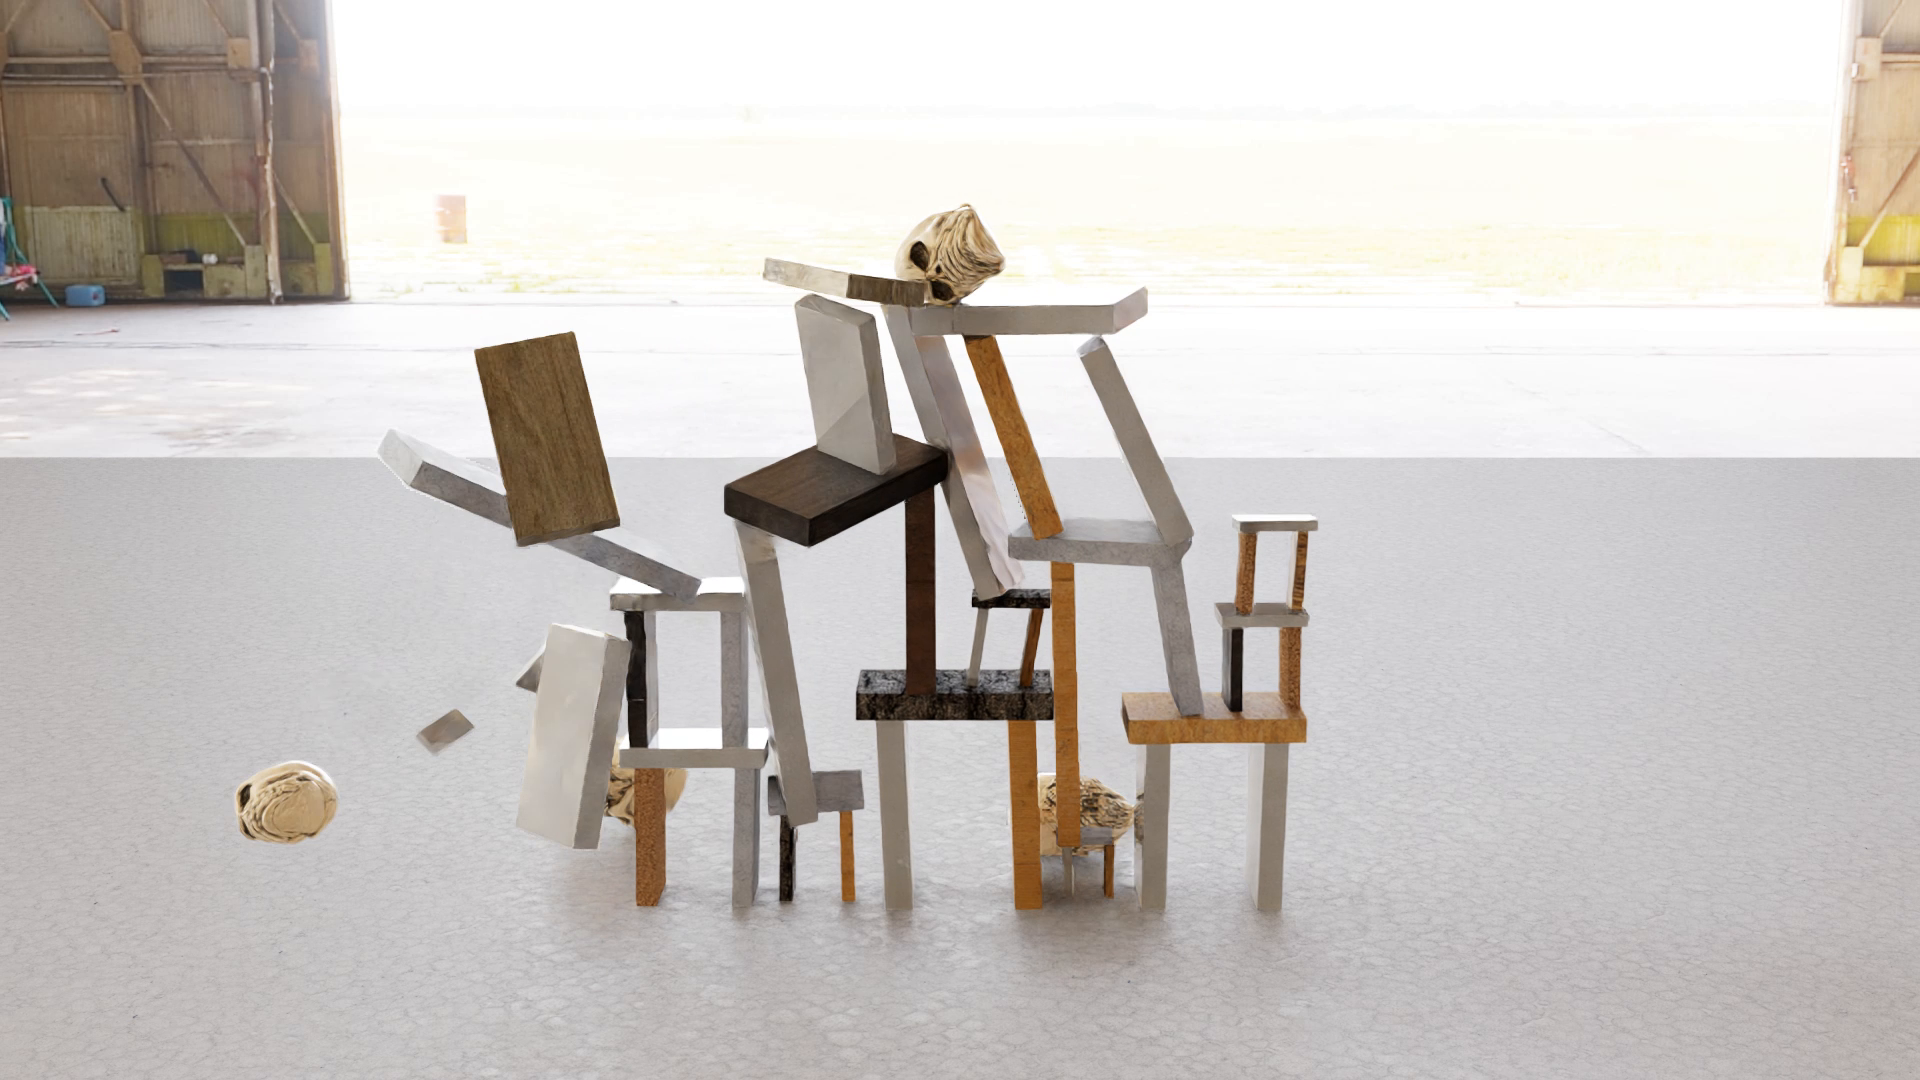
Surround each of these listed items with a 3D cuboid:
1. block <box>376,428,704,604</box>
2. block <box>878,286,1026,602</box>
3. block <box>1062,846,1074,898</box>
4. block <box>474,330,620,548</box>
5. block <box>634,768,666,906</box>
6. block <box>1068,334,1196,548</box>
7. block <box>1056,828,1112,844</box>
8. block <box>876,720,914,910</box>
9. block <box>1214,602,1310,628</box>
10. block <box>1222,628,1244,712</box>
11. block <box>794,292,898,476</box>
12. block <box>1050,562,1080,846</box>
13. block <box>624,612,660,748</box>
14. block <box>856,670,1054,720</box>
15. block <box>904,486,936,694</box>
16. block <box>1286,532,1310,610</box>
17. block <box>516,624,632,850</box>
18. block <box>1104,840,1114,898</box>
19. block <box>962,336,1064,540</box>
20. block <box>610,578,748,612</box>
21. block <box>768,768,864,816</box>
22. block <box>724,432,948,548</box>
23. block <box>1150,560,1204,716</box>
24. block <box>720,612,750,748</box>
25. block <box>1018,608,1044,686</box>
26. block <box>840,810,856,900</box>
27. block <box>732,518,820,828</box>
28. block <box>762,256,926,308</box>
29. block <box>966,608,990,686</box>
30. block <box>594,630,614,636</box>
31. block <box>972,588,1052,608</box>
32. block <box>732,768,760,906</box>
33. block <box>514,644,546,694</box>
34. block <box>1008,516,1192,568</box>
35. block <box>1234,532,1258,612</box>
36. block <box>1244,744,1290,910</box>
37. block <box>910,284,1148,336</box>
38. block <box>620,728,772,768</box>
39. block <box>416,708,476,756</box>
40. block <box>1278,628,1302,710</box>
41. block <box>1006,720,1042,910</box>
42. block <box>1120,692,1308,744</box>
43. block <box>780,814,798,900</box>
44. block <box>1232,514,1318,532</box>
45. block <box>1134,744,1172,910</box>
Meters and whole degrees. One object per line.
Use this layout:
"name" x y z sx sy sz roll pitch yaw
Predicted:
"block" -0.636 -0.033 3.369 0.521 0.042 0.149 26 5 -39
"block" -0.011 -0.158 3.545 0.038 0.505 0.133 -17 5 21
"block" 0.180 0.544 3.662 0.013 0.093 0.046 -2 11 6
"block" -0.604 -0.149 3.210 0.149 0.298 0.042 -12 -15 -13
"block" -0.513 0.475 3.645 0.033 0.235 0.117 1 11 0
"block" 0.265 -0.162 3.400 0.047 0.328 0.164 -25 15 4
"block" 0.206 0.491 3.650 0.093 0.013 0.046 -1 12 5
"block" -0.106 0.433 3.642 0.045 0.318 0.159 -2 11 0
"block" 0.486 0.121 3.550 0.141 0.020 0.071 -1 16 -4
"block" 0.441 0.200 3.565 0.020 0.141 0.071 -3 17 -5
"block" -0.173 -0.235 3.334 0.133 0.266 0.038 23 46 34
"block" 0.173 0.248 3.592 0.038 0.486 0.133 -1 14 3
"block" -0.520 0.215 3.599 0.032 0.225 0.113 0 11 1
"block" -0.009 0.254 3.608 0.318 0.045 0.159 0 11 0
"block" -0.063 0.066 3.572 0.048 0.338 0.169 0 11 0
"block" 0.542 0.045 3.536 0.018 0.127 0.063 3 9 0
"block" -0.552 0.278 3.141 0.042 0.298 0.149 9 1 -44
"block" 0.247 0.544 3.663 0.013 0.093 0.046 0 11 -2
"block" 0.082 -0.176 3.466 0.047 0.329 0.164 -20 15 4
"block" -0.446 0.089 3.575 0.225 0.032 0.112 0 11 1
"block" -0.238 0.416 3.625 0.157 0.022 0.078 -3 34 -4
"block" -0.188 -0.089 3.393 0.169 0.048 0.338 21 31 31
"block" 0.348 0.137 3.557 0.038 0.266 0.133 -10 16 0
"block" -0.368 0.215 3.596 0.032 0.225 0.113 1 11 1
"block" 0.116 0.168 3.589 0.018 0.129 0.064 9 12 -2
"block" -0.188 0.512 3.658 0.022 0.157 0.078 -2 10 -3
"block" -0.290 0.199 3.459 0.048 0.521 0.169 -11 35 -8
"block" -0.179 -0.392 3.341 0.133 0.038 0.266 3 9 -33
"block" 0.029 0.167 3.590 0.018 0.129 0.064 8 12 -2
"block" -0.601 0.165 3.515 0.090 0.045 0.013 14 0 -39
"block" 0.084 0.095 3.576 0.129 0.018 0.064 1 12 3
"block" -0.354 0.474 3.645 0.033 0.235 0.117 2 11 0
"block" -0.681 0.208 3.577 0.045 0.090 0.013 28 23 -39
"block" 0.224 0.001 3.489 0.266 0.038 0.133 3 16 18
"block" 0.459 0.047 3.529 0.018 0.127 0.063 2 11 -3
"block" 0.506 0.449 3.631 0.040 0.285 0.143 0 13 -1
"block" 0.108 -0.355 3.398 0.329 0.047 0.164 2 17 23
"block" -0.434 0.343 3.619 0.235 0.033 0.117 0 11 1
"block" -0.808 0.302 3.457 0.045 0.013 0.090 42 35 7
"block" 0.536 0.198 3.575 0.020 0.141 0.071 -3 16 -4
"block" 0.106 0.433 3.642 0.045 0.318 0.159 -2 11 0
"block" 0.412 0.290 3.590 0.285 0.040 0.143 0 14 -1
"block" -0.285 0.512 3.659 0.022 0.157 0.078 2 11 0
"block" 0.505 -0.027 3.526 0.127 0.018 0.063 -1 9 -4
"block" 0.316 0.449 3.626 0.040 0.285 0.143 0 14 -1
